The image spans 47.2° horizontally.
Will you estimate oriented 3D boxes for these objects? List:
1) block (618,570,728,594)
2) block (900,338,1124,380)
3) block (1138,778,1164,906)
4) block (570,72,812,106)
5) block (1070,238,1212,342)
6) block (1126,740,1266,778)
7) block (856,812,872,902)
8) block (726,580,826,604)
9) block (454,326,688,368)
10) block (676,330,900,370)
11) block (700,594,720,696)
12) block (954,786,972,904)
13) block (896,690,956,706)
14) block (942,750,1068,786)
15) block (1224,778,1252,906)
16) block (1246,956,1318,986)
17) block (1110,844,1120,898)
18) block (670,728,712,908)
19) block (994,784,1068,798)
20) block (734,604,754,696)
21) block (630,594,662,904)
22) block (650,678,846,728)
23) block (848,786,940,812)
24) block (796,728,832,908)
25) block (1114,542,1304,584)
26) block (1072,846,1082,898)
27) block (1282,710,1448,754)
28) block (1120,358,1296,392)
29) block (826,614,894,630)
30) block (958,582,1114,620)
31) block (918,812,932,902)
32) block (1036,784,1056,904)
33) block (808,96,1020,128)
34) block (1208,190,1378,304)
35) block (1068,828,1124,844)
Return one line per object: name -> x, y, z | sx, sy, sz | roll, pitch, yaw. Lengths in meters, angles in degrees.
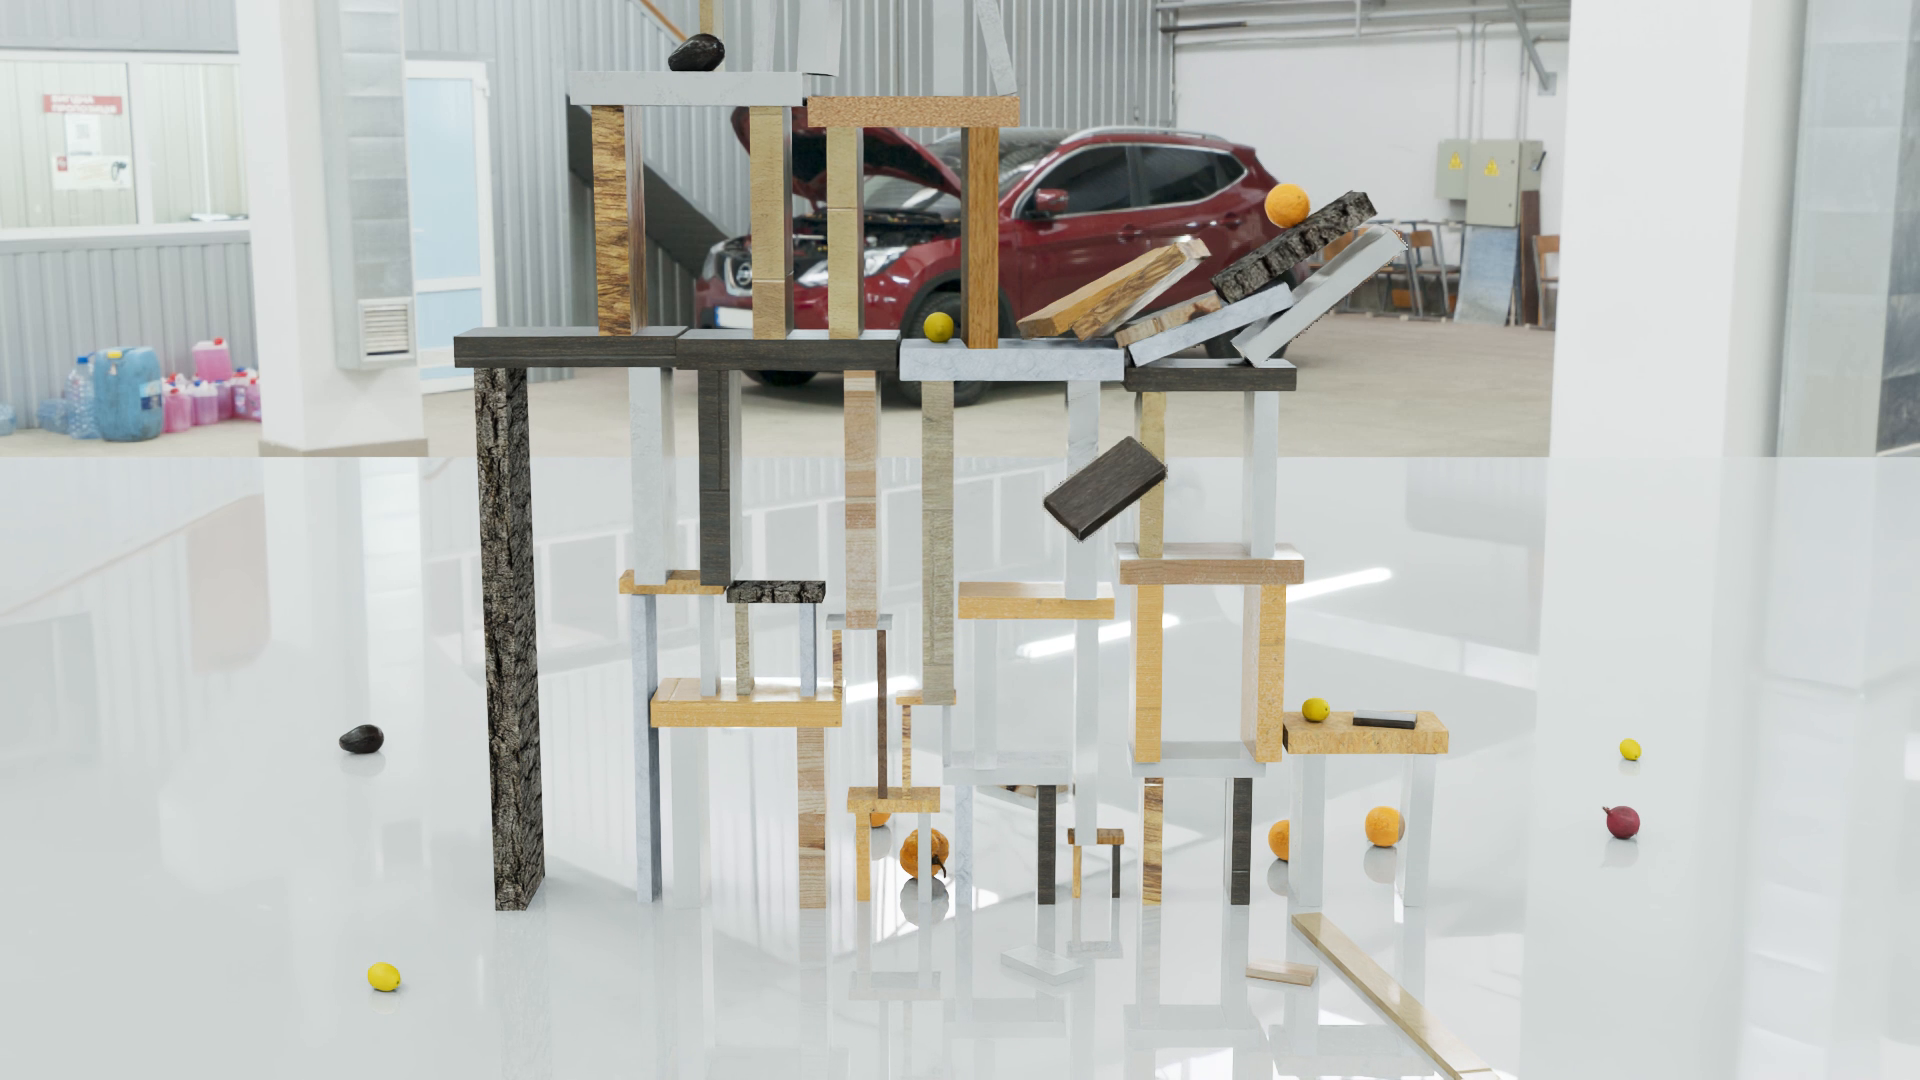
block -> -0.464, 0.068, 3.576 | 0.167, 0.024, 0.084 | 1, 11, 0
block -> 0.081, -0.289, 3.510 | 0.349, 0.049, 0.175 | 0, 11, 0
block -> 0.315, 0.483, 3.648 | 0.031, 0.218, 0.109 | 0, 11, 0
block -> -0.415, -0.702, 3.429 | 0.353, 0.050, 0.176 | 0, 11, 1
block -> 0.283, -0.391, 3.443 | 0.220, 0.031, 0.110 | -37, -7, 28
block -> 0.388, 0.361, 3.625 | 0.218, 0.031, 0.109 | 0, 11, 0
block -> -0.160, 0.515, 3.656 | 0.022, 0.152, 0.076 | 0, 11, 0
block -> -0.298, 0.084, 3.573 | 0.154, 0.022, 0.077 | 0, 11, 1
block -> -0.616, -0.309, 3.514 | 0.346, 0.049, 0.173 | 0, 11, 0
block -> -0.269, -0.304, 3.505 | 0.343, 0.049, 0.171 | 0, 11, 1
block -> -0.408, 0.163, 3.589 | 0.024, 0.167, 0.084 | 0, 11, 0
block -> 0.006, 0.490, 3.648 | 0.029, 0.204, 0.102 | 0, 11, 0
block -> -0.055, 0.257, 3.603 | 0.099, 0.014, 0.049 | 0, 11, 0
block -> 0.074, 0.375, 3.627 | 0.204, 0.029, 0.102 | 0, 11, 0
block -> 0.461, 0.483, 3.648 | 0.031, 0.218, 0.109 | 0, 11, 0
block -> 0.485, 0.650, 3.309 | 0.099, 0.014, 0.049 | 4, 11, 22
block -> 0.258, 0.544, 3.662 | 0.013, 0.093, 0.046 | 0, 11, 0
block -> -0.446, 0.438, 3.646 | 0.043, 0.307, 0.153 | 0, 11, 0
block -> 0.120, 0.465, 4.275 | 0.085, 0.024, 0.169 | -10, 14, -42
block -> -0.351, 0.170, 3.590 | 0.022, 0.154, 0.077 | 0, 11, 1
block -> -0.515, 0.336, 3.615 | 0.024, 0.518, 0.084 | 1, 11, 4
block -> -0.344, 0.266, 3.614 | 0.307, 0.043, 0.153 | 0, 11, 0
block -> -0.109, 0.430, 3.640 | 0.152, 0.022, 0.076 | 0, 11, 0
block -> -0.241, 0.438, 3.645 | 0.043, 0.307, 0.153 | 0, 11, 0
block -> 0.401, 0.038, 3.565 | 0.292, 0.041, 0.146 | 0, 11, 0
block -> 0.195, 0.544, 3.664 | 0.013, 0.093, 0.046 | 1, 11, 4
block -> 0.660, 0.316, 3.620 | 0.259, 0.037, 0.130 | 0, 11, 0
block -> 0.394, -0.264, 3.513 | 0.266, 0.038, 0.133 | 0, 11, 0
block -> -0.163, 0.133, 3.582 | 0.107, 0.015, 0.054 | 0, 11, 0
block -> 0.123, 0.098, 3.574 | 0.250, 0.035, 0.125 | 0, 10, 1
block -> -0.058, 0.515, 3.656 | 0.022, 0.152, 0.076 | 0, 11, 0
block -> 0.142, 0.490, 3.648 | 0.029, 0.204, 0.102 | 0, 11, 0
block -> -0.070, -0.669, 3.440 | 0.324, 0.046, 0.162 | 0, 11, 1
block -> 0.524, -0.463, 3.474 | 0.265, 0.037, 0.132 | -32, 9, 5
block -> 0.225, 0.492, 3.652 | 0.093, 0.013, 0.046 | 0, 11, 1
